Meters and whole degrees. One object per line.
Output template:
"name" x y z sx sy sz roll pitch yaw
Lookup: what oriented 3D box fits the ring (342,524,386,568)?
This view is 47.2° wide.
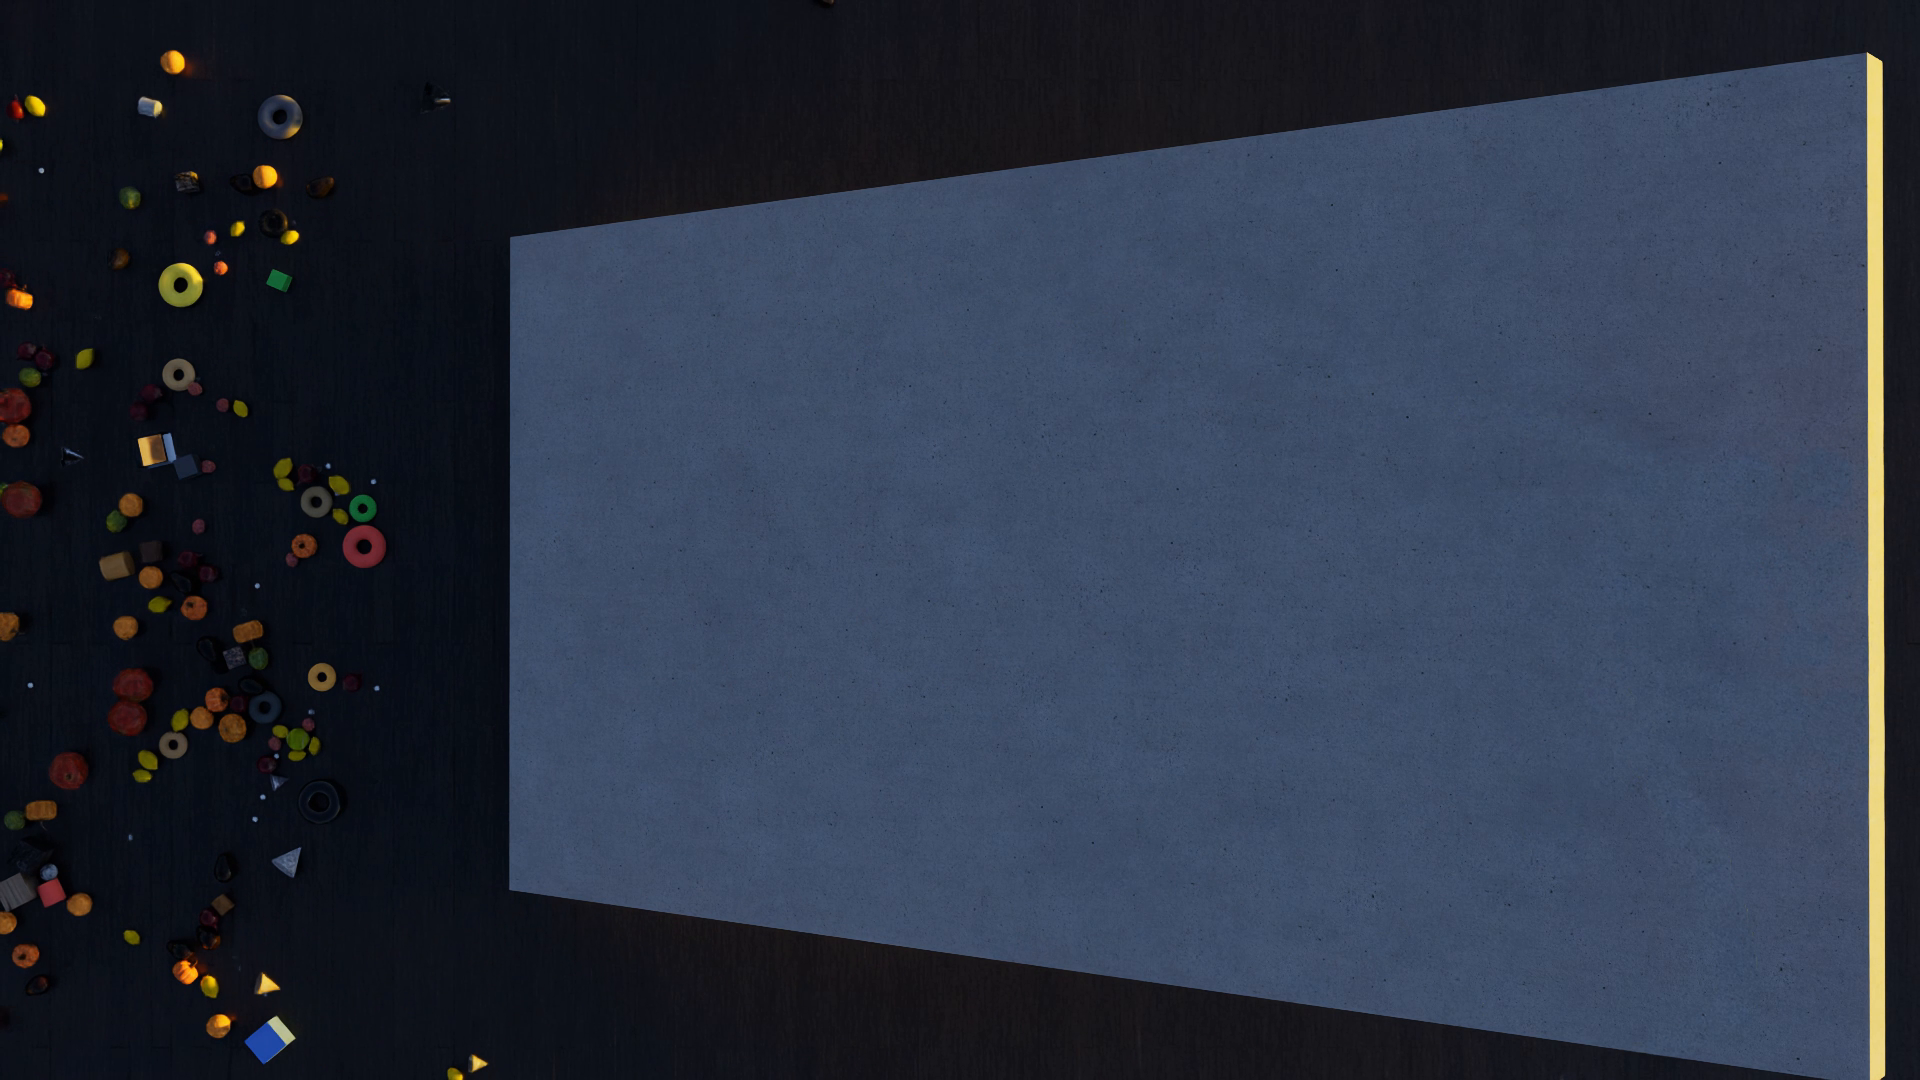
"ring" -1.840 0.020 6.795 0.135 0.045 0.135 0 91 -1

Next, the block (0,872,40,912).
"block" -2.893 1.078 6.764 0.090 0.090 0.090 -27 90 0

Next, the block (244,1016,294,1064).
"block" -2.121 1.536 6.760 0.092 0.092 0.092 -40 90 0

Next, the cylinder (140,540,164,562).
"cylinder" -2.493 0.037 6.786 0.062 0.062 0.062 -7 90 0

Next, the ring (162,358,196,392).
"ring" -2.417 -0.511 6.803 0.101 0.034 0.101 0 91 0

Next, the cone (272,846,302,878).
"cone" -2.062 0.981 6.790 0.088 0.088 0.088 36 63 0

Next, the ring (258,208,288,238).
"ring" -2.127 -0.980 6.808 0.092 0.031 0.092 0 90 -1

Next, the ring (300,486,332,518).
"ring" -1.990 -0.118 6.801 0.099 0.033 0.099 0 91 0

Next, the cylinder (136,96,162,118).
"cylinder" -2.507 -1.337 6.800 0.052 0.052 0.052 27 90 24

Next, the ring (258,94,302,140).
"ring" -2.103 -1.308 6.803 0.139 0.046 0.139 0 89 1

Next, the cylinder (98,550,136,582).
"cylinder" -2.597 0.079 6.778 0.077 0.077 0.077 -25 90 17

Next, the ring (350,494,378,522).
"ring" -1.847 -0.097 6.803 0.087 0.029 0.087 0 91 0

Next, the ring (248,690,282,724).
"ring" -2.148 0.517 6.796 0.104 0.035 0.104 0 88 0

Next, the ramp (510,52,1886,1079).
"ramp" 0.221 0.063 5.537 4.000 0.100 2.000 0 90 38

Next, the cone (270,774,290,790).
"cone" -2.099 0.743 6.800 0.054 0.054 0.054 -13 90 -27

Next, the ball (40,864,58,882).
"ball" -2.810 1.025 6.783 0.054 0.054 0.054 0 90 0

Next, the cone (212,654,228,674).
"cone" -2.290 0.386 6.783 0.061 0.061 0.061 0 90 0

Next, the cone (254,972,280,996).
"cone" -2.132 1.379 6.791 0.072 0.072 0.072 21 90 -27

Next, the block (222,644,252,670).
"block" -2.230 0.361 6.785 0.058 0.058 0.058 -20 90 0

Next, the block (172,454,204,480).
"block" -2.380 -0.225 6.787 0.062 0.062 0.062 -20 90 0

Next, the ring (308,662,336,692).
"ring" -1.972 0.424 6.799 0.088 0.029 0.088 0 88 0

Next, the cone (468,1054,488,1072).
"cone" -1.483 1.619 6.793 0.057 0.057 0.057 10 90 -27

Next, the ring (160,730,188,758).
"ring" -2.431 0.632 6.798 0.089 0.030 0.089 0 88 0

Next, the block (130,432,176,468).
"block" -2.482 -0.277 6.772 0.092 0.092 0.092 -13 90 0

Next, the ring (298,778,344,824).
"ring" -1.975 0.808 6.788 0.143 0.048 0.143 0 90 -1

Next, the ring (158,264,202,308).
"ring" -2.409 -0.788 6.799 0.137 0.046 0.137 0 90 1

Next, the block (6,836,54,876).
"block" -2.861 0.973 6.768 0.085 0.085 0.085 29 90 0

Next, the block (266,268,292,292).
"block" -2.103 -0.801 6.797 0.051 0.051 0.051 24 90 0

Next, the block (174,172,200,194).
"block" -2.389 -1.105 6.798 0.053 0.053 0.053 -12 90 0

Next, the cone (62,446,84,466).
"cone" -2.742 -0.255 6.803 0.067 0.067 0.067 4 90 -26
